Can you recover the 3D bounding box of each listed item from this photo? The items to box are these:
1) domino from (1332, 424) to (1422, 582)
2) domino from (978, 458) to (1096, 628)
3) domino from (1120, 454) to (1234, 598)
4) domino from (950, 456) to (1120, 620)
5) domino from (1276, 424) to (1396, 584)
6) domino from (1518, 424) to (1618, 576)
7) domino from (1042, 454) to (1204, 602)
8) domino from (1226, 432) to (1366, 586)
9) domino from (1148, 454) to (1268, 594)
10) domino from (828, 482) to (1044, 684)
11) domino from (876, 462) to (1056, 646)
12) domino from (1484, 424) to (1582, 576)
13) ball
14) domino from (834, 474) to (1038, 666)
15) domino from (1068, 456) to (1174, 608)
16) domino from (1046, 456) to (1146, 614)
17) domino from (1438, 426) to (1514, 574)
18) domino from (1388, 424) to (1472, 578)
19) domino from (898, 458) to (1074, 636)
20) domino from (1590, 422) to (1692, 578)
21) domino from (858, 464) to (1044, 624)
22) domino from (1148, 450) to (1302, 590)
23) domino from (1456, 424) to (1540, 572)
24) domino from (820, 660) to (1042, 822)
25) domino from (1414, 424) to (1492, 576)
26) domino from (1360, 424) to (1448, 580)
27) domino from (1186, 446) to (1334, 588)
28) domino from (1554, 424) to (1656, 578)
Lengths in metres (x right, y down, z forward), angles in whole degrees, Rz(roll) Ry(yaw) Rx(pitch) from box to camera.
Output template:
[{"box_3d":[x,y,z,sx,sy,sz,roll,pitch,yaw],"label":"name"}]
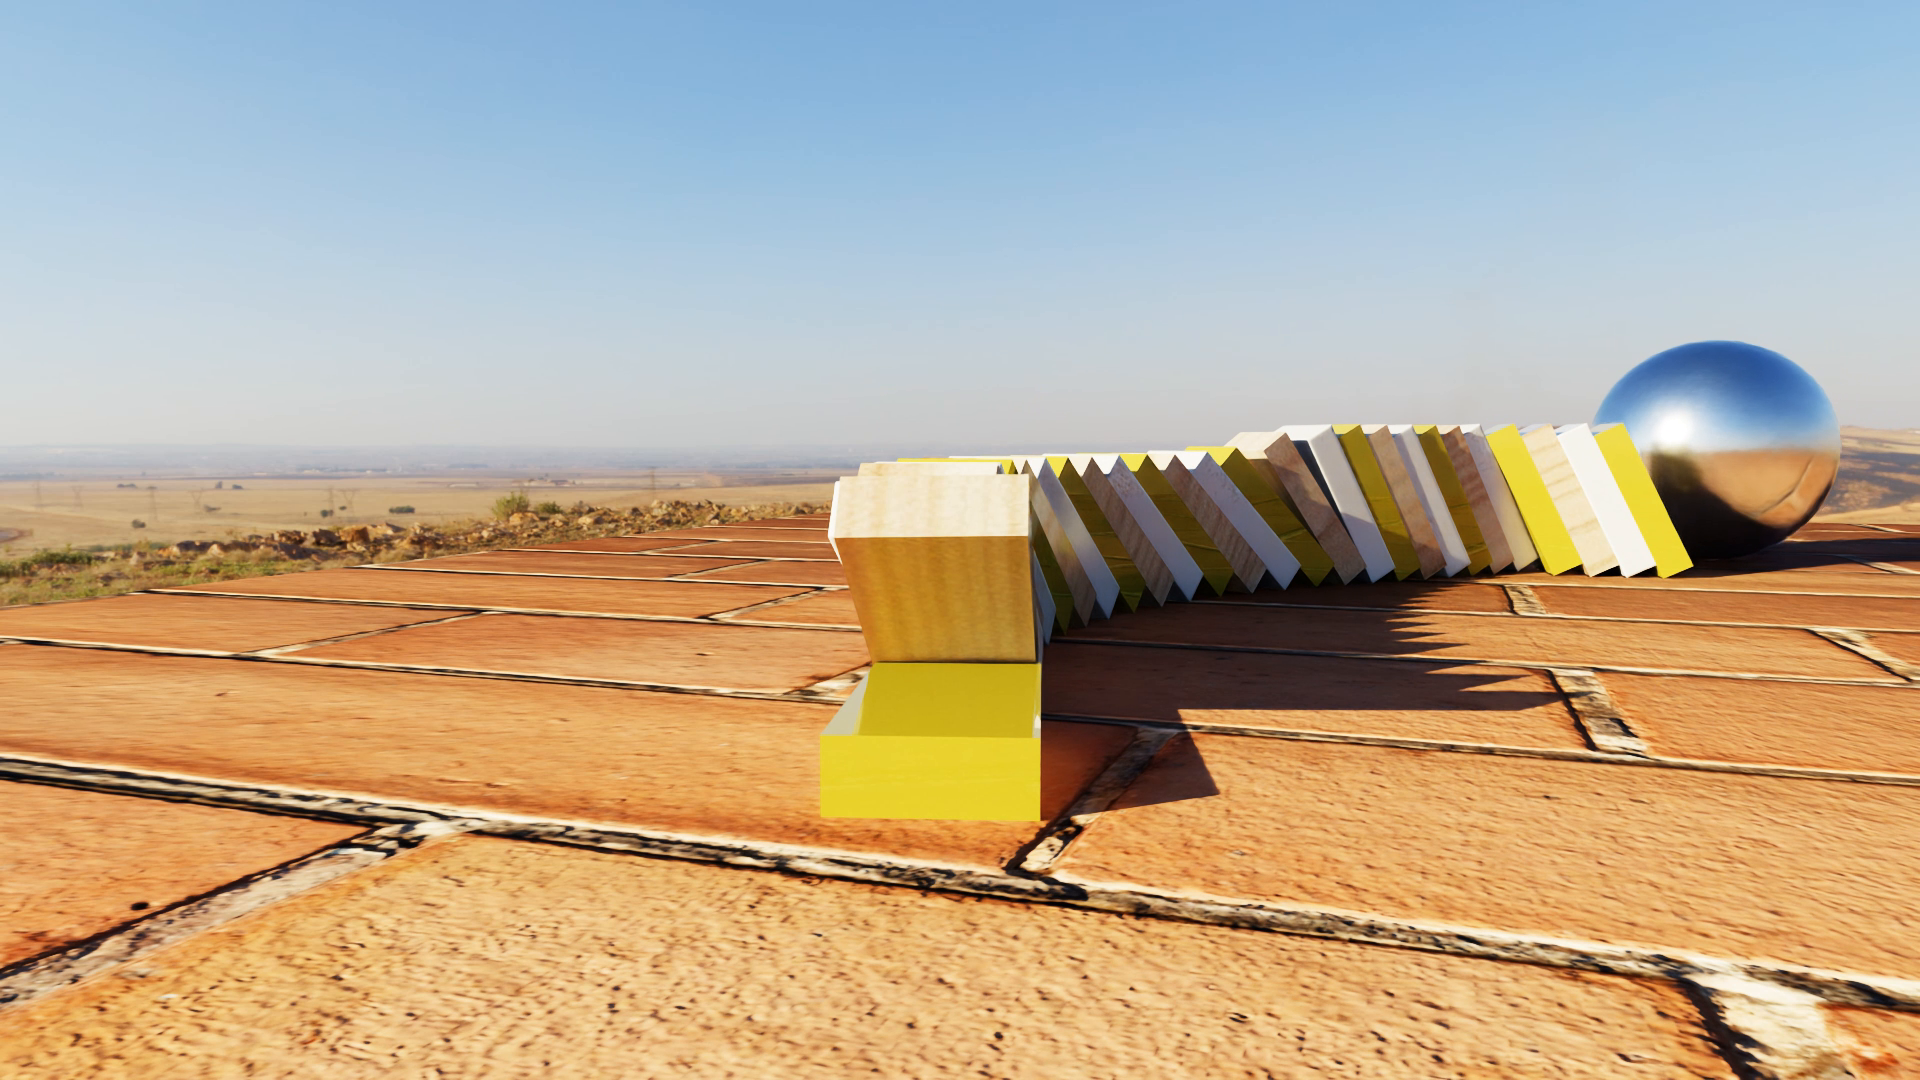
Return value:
[{"box_3d":[0.124,-0.012,0.403,0.010,0.050,0.025,-31,13,-15],"label":"domino"},{"box_3d":[0.011,0.001,0.287,0.025,0.010,0.050,2,-35,29],"label":"domino"},{"box_3d":[0.052,-0.004,0.353,0.025,0.010,0.050,5,-34,49],"label":"domino"},{"box_3d":[0.017,0.000,0.301,0.025,0.010,0.050,3,-35,32],"label":"domino"},{"box_3d":[0.114,-0.011,0.398,0.009,0.050,0.025,-32,13,-14],"label":"domino"},{"box_3d":[0.198,-0.014,0.423,0.010,0.050,0.025,-26,-1,13],"label":"domino"},{"box_3d":[0.042,-0.003,0.341,0.025,0.010,0.050,4,-35,44],"label":"domino"},{"box_3d":[0.102,-0.010,0.392,0.009,0.050,0.025,-38,15,-13],"label":"domino"},{"box_3d":[0.063,-0.005,0.364,0.050,0.009,0.025,45,-22,-29],"label":"domino"},{"box_3d":[-0.002,0.008,0.206,0.025,0.009,0.050,-2,-32,10],"label":"domino"},{"box_3d":[0.001,0.004,0.257,0.025,0.010,0.050,2,-35,20],"label":"domino"},{"box_3d":[0.188,-0.014,0.426,0.010,0.050,0.025,-26,-1,13],"label":"domino"},{"box_3d":[0.273,-0.033,0.468,0.080,0.080,0.080,0,4,0],"label":"ball"},{"box_3d":[-0.002,0.009,0.188,0.025,0.009,0.050,-1,-32,5],"label":"domino"},{"box_3d":[0.033,-0.002,0.328,0.025,0.010,0.050,4,-35,41],"label":"domino"},{"box_3d":[0.024,-0.001,0.315,0.025,0.010,0.050,3,-35,37],"label":"domino"},{"box_3d":[0.162,-0.014,0.425,0.009,0.050,0.025,-31,13,-15],"label":"domino"},{"box_3d":[0.143,-0.013,0.413,0.010,0.050,0.025,-31,13,-15],"label":"domino"},{"box_3d":[0.005,0.002,0.272,0.025,0.009,0.050,2,-35,24],"label":"domino"},{"box_3d":[0.218,-0.013,0.417,0.010,0.050,0.025,-26,-1,13],"label":"domino"},{"box_3d":[-0.001,0.005,0.241,0.025,0.010,0.050,1,-35,16],"label":"domino"},{"box_3d":[0.075,-0.006,0.374,0.050,0.009,0.025,45,-19,-26],"label":"domino"},{"box_3d":[0.172,-0.014,0.430,0.009,0.050,0.025,-31,11,-13],"label":"domino"},{"box_3d":[-0.002,0.025,0.170,0.025,0.010,0.050,0,4,4],"label":"domino"},{"box_3d":[0.153,-0.013,0.419,0.009,0.050,0.025,-31,13,-15],"label":"domino"},{"box_3d":[0.134,-0.012,0.408,0.009,0.050,0.025,-31,13,-15],"label":"domino"},{"box_3d":[0.087,-0.007,0.385,0.050,0.009,0.025,46,-13,-19],"label":"domino"},{"box_3d":[0.208,-0.013,0.420,0.009,0.050,0.025,-26,-1,13],"label":"domino"}]
